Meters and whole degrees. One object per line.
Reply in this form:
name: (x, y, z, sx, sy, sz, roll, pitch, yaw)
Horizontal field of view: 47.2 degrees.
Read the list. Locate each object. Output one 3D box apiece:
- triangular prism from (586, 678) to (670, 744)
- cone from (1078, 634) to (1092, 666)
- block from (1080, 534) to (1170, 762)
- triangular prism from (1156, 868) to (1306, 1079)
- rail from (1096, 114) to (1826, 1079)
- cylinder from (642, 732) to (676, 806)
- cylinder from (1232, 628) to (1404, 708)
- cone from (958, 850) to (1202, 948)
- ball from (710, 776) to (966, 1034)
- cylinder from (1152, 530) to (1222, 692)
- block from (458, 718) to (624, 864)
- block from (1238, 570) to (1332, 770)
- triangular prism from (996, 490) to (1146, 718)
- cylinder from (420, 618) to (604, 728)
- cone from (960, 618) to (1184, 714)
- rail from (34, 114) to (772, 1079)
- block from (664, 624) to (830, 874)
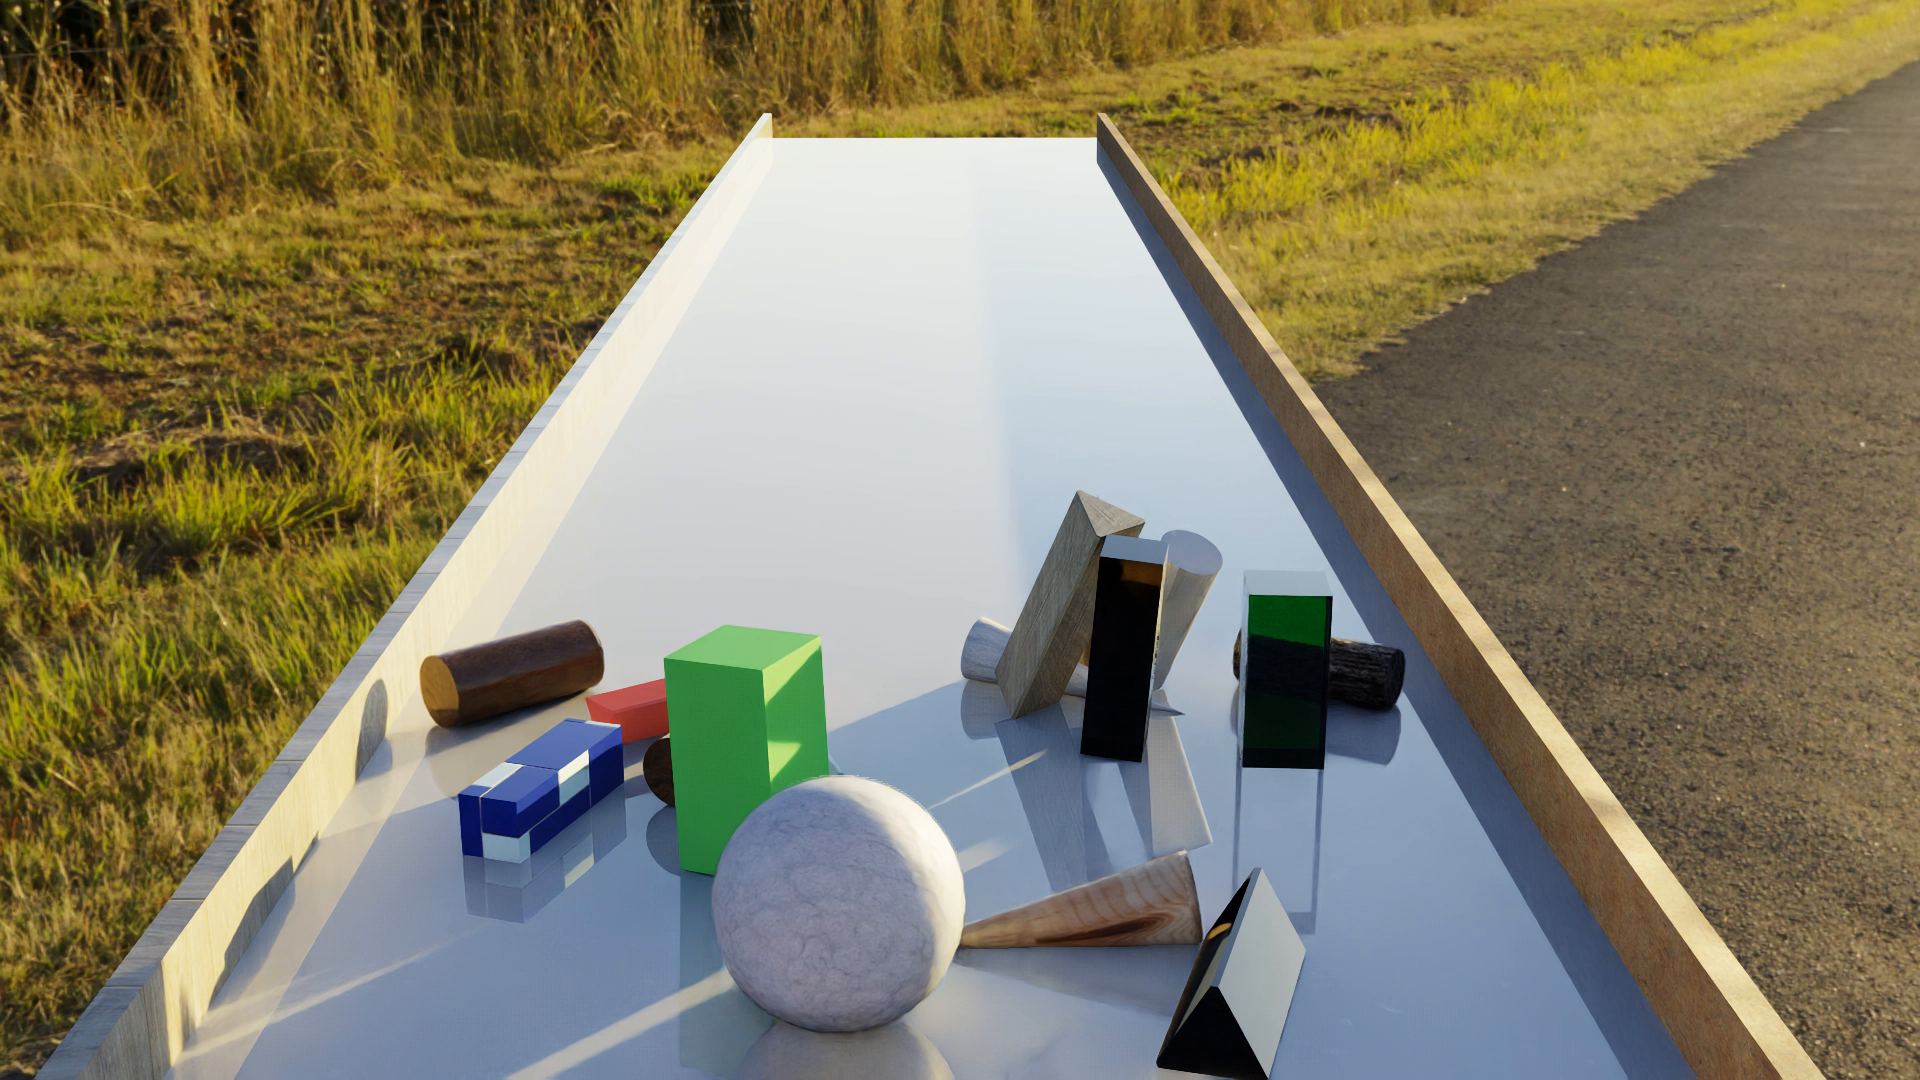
triangular prism: (-0.491, 0.286, 4.043, 0.373, 0.098, 0.085, -12, -10, -36)
cone: (0.259, 0.077, 4.344, 0.141, 0.346, 0.141, 3, 18, -1)
block: (0.291, 0.192, 3.887, 0.110, 0.381, 0.110, 8, 22, 8)
triangular prism: (0.380, 0.585, 3.026, 0.146, 0.127, 0.373, 5, 17, 15)
rail: (0.932, -0.844, 7.801, 0.050, 0.150, 12.000, 0, 17, -1)
cylinder: (-0.419, 0.349, 3.832, 0.125, 0.125, 0.317, 6, 18, 20)
cylinder: (0.687, 0.240, 4.219, 0.306, 0.114, 0.114, 10, 19, 29)
cone: (0.123, 0.560, 3.222, 0.444, 0.138, 0.138, -10, 17, -1)
ball: (-0.164, 0.492, 2.971, 0.343, 0.343, 0.343, 0, 17, 0)
cylinder: (0.385, 0.137, 4.183, 0.124, 0.310, 0.124, 13, 38, -11)
block: (-0.691, 0.412, 3.658, 0.105, 0.105, 0.353, 6, 17, 19)
block: (0.573, 0.229, 3.896, 0.143, 0.320, 0.143, 1, 17, 3)
triangular prism: (0.178, 0.115, 4.055, 0.133, 0.439, 0.116, -17, 50, -45)
cylinder: (-0.842, 0.249, 4.147, 0.317, 0.139, 0.139, -15, 22, -41)
cone: (0.228, 0.269, 4.212, 0.447, 0.126, 0.126, 16, 22, 23)
rail: (-1.118, -0.838, 7.780, 0.050, 0.150, 12.000, 0, 17, -1)
block: (-0.331, 0.335, 3.468, 0.178, 0.352, 0.178, 5, 17, 26)
